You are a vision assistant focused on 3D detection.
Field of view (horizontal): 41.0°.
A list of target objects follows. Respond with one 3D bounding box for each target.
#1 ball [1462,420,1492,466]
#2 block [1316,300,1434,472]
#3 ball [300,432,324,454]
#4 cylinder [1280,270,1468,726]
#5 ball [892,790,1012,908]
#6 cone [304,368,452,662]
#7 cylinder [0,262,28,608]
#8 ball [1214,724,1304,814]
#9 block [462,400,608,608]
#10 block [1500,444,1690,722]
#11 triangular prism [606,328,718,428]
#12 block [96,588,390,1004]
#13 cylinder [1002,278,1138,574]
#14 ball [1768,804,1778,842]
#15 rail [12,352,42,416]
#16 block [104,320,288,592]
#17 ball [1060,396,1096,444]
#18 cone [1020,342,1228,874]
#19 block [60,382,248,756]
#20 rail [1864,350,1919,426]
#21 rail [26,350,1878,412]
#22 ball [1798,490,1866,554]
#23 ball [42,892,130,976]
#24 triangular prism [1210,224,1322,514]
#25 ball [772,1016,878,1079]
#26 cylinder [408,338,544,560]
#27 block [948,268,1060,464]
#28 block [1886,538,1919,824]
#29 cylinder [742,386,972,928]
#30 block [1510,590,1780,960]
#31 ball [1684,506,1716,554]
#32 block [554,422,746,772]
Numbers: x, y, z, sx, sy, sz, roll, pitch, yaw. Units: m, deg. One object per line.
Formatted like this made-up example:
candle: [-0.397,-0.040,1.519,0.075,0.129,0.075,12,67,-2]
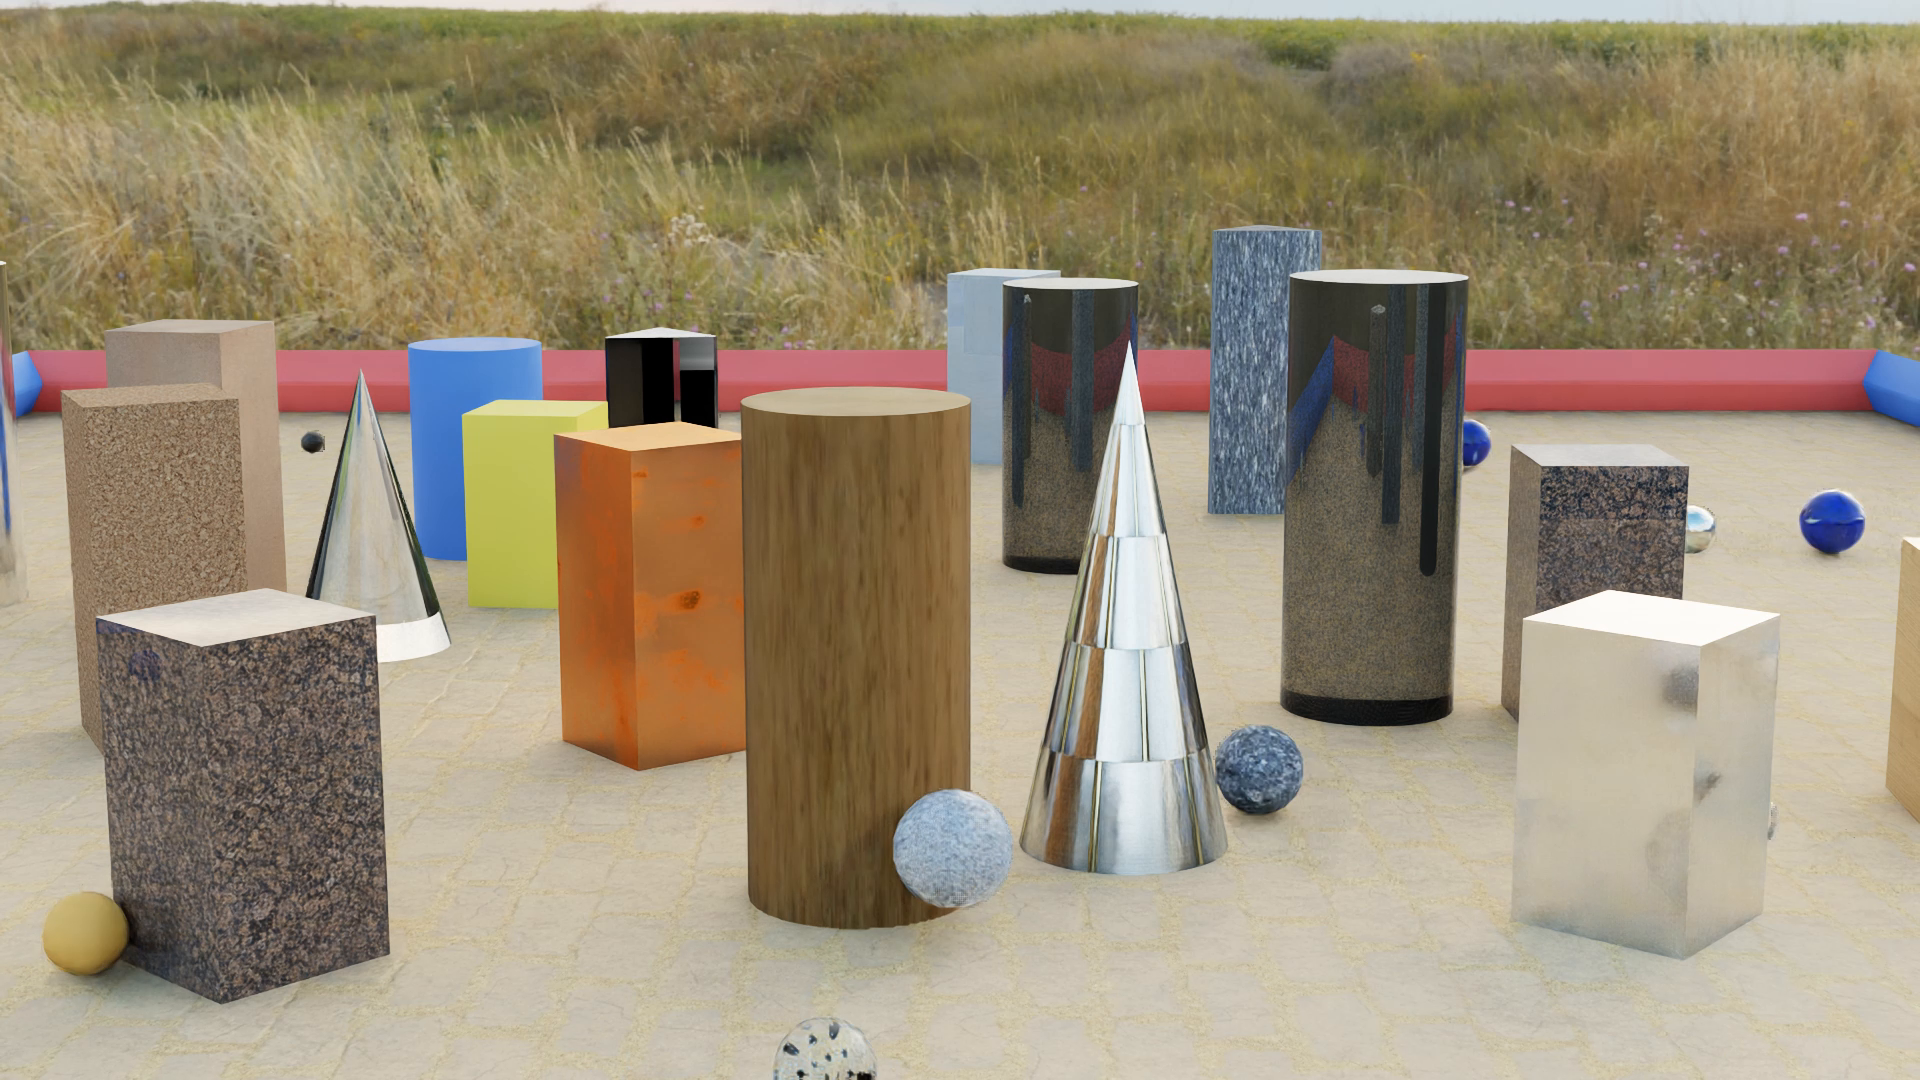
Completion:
ball: [0.932,-0.178,4.711,0.087,0.087,0.087,0,10,0]
block: [0.756,-0.287,4.732,0.159,0.293,0.159,-7,13,-34]
ball: [-1.231,-0.185,4.876,0.041,0.041,0.041,0,10,0]
cylinder: [0.469,-0.053,2.915,0.198,0.493,0.198,0,10,0]
ball: [-0.007,0.258,2.141,0.099,0.099,0.099,0,10,0]
cone: [-0.747,-0.041,3.231,0.198,0.355,0.198,0,10,0]
cylinder: [-1.388,-0.143,3.492,0.198,0.462,0.198,0,10,0]
ball: [0.294,0.226,2.526,0.088,0.088,0.088,0,10,0]
block: [-0.581,-0.051,3.542,0.159,0.263,0.159,1,11,7]
block: [0.705,0.055,2.862,0.159,0.302,0.159,0,10,0]
triangular prism: [-0.479,-0.182,4.133,0.172,0.306,0.149,-1,11,-7]
block: [-0.585,0.203,2.099,0.159,0.288,0.159,9,14,42]
cylinder: [0.161,-0.171,3.775,0.198,0.413,0.198,0,10,0]
ball: [0.744,0.264,2.418,0.051,0.051,0.051,0,10,0]
rail: [-1.945,0.035,3.438,0.045,0.129,4.100,0,10,0]
block: [-1.006,-0.088,3.392,0.159,0.390,0.159,2,11,10]
ball: [0.216,-0.233,4.984,0.095,0.095,0.095,0,10,0]
cone: [0.155,0.052,2.392,0.198,0.478,0.198,0,10,0]
block: [-0.875,0.028,2.801,0.159,0.376,0.159,-5,12,-27]
rail: [1.945,0.031,3.460,0.045,0.129,4.100,0,10,0]
rail: [-0.012,-0.336,5.441,3.937,0.129,0.045,0,10,0]
ball: [1.317,-0.028,3.873,0.096,0.096,0.096,0,10,0]
ball: [-0.708,0.319,2.079,0.067,0.067,0.067,0,10,0]
triangular prism: [0.499,-0.285,4.252,0.172,0.464,0.149,0,10,2]
ball: [-0.094,0.370,1.790,0.073,0.073,0.073,0,10,0]
cylinder: [-0.730,-0.141,3.889,0.198,0.313,0.198,0,10,0]
block: [0.082,-0.325,4.788,0.159,0.348,0.159,5,12,25]
block: [1.018,0.141,2.516,0.159,0.259,0.159,1,11,6]
cylinder: [-0.089,0.097,2.249,0.198,0.442,0.198,0,10,0]
block: [0.587,0.196,2.199,0.159,0.266,0.159,9,14,40]
ball: [1.105,-0.015,3.873,0.072,0.072,0.072,0,10,0]
block: [-0.323,0.055,2.760,0.159,0.338,0.159,-8,13,-37]
